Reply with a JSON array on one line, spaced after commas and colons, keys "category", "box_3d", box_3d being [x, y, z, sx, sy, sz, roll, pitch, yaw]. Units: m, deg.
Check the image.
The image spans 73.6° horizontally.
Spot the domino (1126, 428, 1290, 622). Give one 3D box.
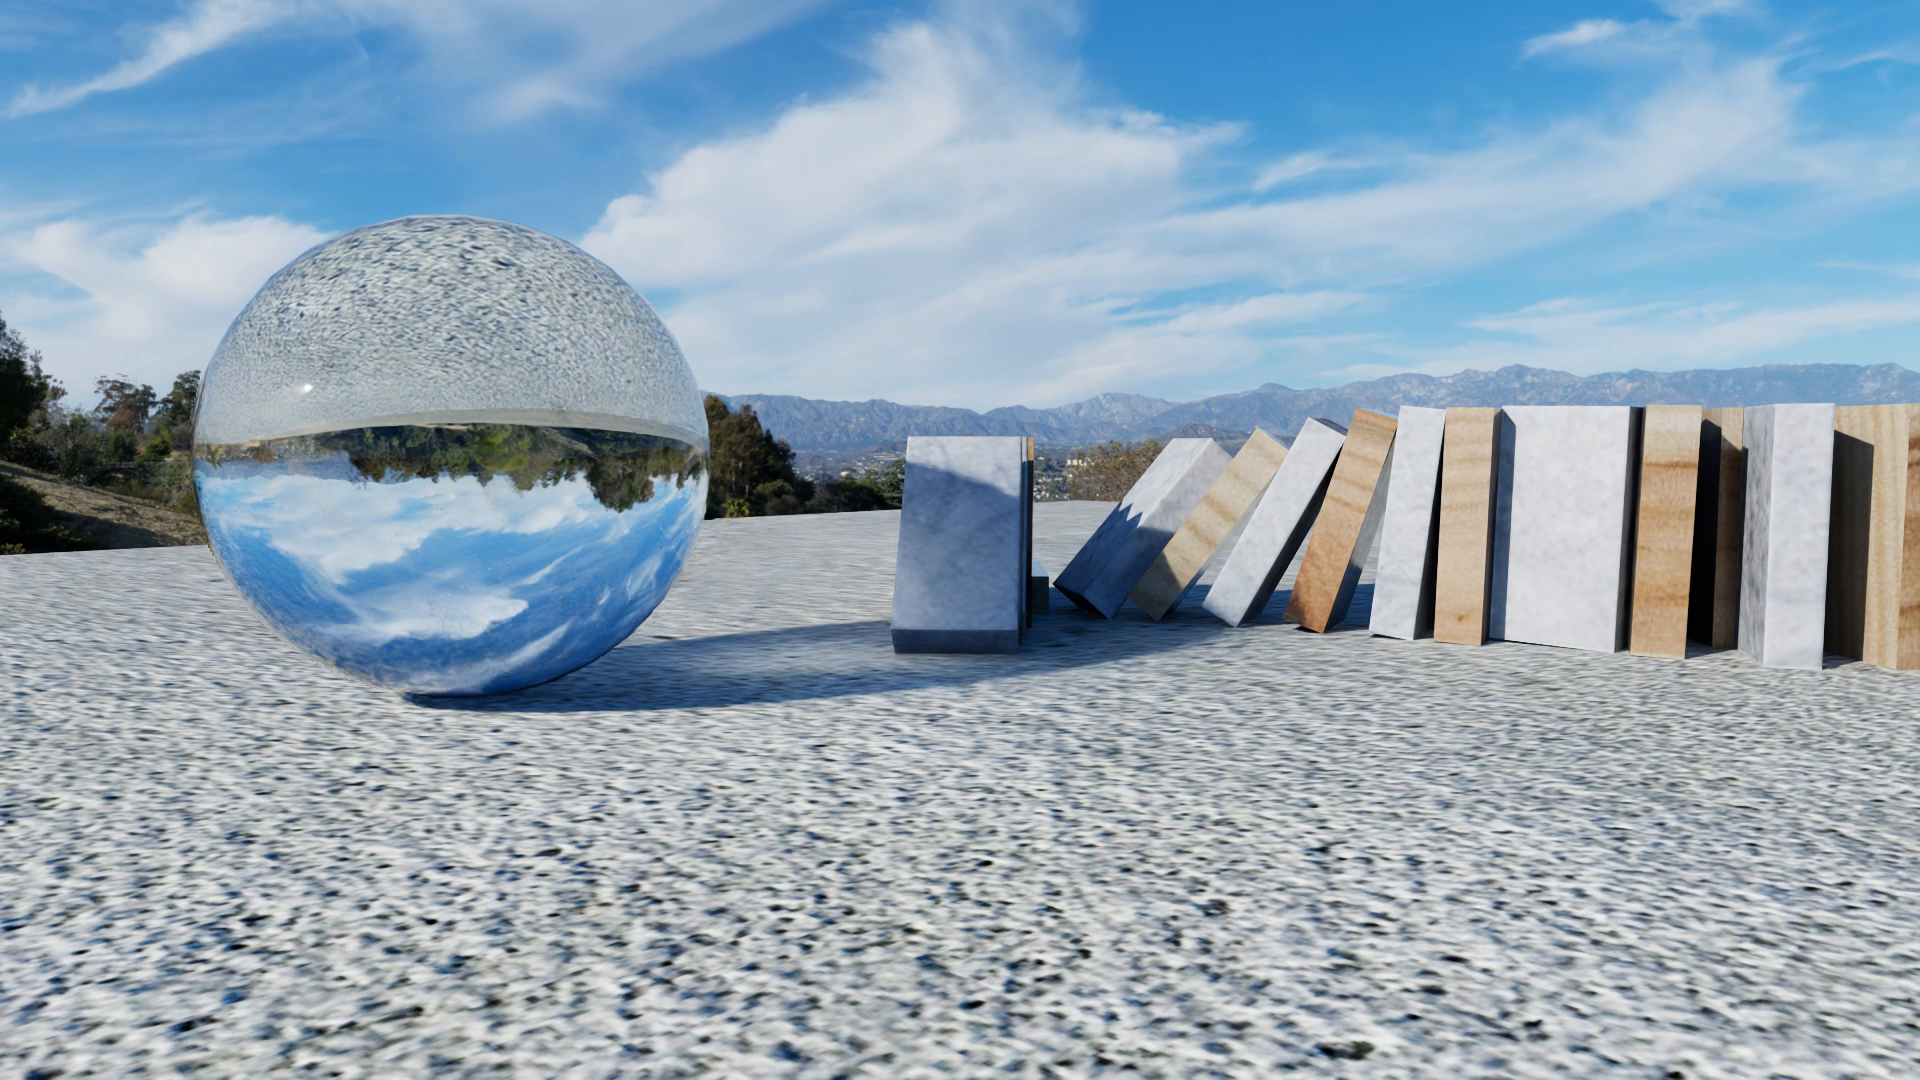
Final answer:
[{"category": "domino", "box_3d": [0.061, -0.004, 0.311, 0.009, 0.050, 0.025, 39, 14, 12]}]

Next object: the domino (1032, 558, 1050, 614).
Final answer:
[{"category": "domino", "box_3d": [0.010, 0.012, 0.346, 0.025, 0.010, 0.050, 0, 4, 0]}]

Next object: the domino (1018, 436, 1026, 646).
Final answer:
[{"category": "domino", "box_3d": [0.001, -0.001, 0.283, 0.025, 0.050, 0.009, 0, -36, 4]}]

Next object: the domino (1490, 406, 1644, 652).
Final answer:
[{"category": "domino", "box_3d": [0.128, -0.003, 0.271, 0.025, 0.050, 0.009, 6, 7, 42]}]

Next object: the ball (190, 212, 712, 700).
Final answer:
[{"category": "ball", "box_3d": [-0.082, -0.014, 0.215, 0.080, 0.080, 0.080, 0, 4, 0]}]

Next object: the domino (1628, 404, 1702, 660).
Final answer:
[{"category": "domino", "box_3d": [0.145, -0.002, 0.265, 0.010, 0.050, 0.025, 3, 5, 25]}]

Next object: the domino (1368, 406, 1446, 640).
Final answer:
[{"category": "domino", "box_3d": [0.103, -0.004, 0.288, 0.010, 0.050, 0.025, 10, 9, 31]}]

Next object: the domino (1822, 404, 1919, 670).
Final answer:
[{"category": "domino", "box_3d": [0.182, -0.001, 0.252, 0.010, 0.050, 0.025, 0, 4, 1]}]

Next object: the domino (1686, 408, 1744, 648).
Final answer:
[{"category": "domino", "box_3d": [0.165, -0.003, 0.278, 0.010, 0.050, 0.025, 1, 4, 11]}]

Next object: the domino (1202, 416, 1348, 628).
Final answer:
[{"category": "domino", "box_3d": [0.076, -0.004, 0.303, 0.010, 0.050, 0.025, 32, 17, 20]}]

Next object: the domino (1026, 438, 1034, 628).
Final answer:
[{"category": "domino", "box_3d": [0.005, -0.003, 0.308, 0.025, 0.050, 0.009, 0, -36, 4]}]

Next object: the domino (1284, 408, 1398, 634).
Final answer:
[{"category": "domino", "box_3d": [0.090, -0.005, 0.296, 0.010, 0.050, 0.025, 22, 13, 25]}]

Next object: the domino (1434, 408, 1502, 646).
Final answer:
[{"category": "domino", "box_3d": [0.113, -0.004, 0.281, 0.010, 0.050, 0.025, 4, 6, 33]}]

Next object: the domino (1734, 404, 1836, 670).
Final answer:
[{"category": "domino", "box_3d": [0.162, -0.001, 0.253, 0.009, 0.050, 0.025, 2, 5, 20]}]

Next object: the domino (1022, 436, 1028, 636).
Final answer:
[{"category": "domino", "box_3d": [0.003, -0.002, 0.295, 0.025, 0.050, 0.010, 0, -36, 4]}]

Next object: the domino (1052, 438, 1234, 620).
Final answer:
[{"category": "domino", "box_3d": [0.046, -0.004, 0.324, 0.010, 0.050, 0.025, 41, -5, -12]}]

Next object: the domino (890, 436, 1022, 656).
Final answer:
[{"category": "domino", "box_3d": [0.000, 0.000, 0.270, 0.025, 0.050, 0.010, 0, -36, 4]}]
